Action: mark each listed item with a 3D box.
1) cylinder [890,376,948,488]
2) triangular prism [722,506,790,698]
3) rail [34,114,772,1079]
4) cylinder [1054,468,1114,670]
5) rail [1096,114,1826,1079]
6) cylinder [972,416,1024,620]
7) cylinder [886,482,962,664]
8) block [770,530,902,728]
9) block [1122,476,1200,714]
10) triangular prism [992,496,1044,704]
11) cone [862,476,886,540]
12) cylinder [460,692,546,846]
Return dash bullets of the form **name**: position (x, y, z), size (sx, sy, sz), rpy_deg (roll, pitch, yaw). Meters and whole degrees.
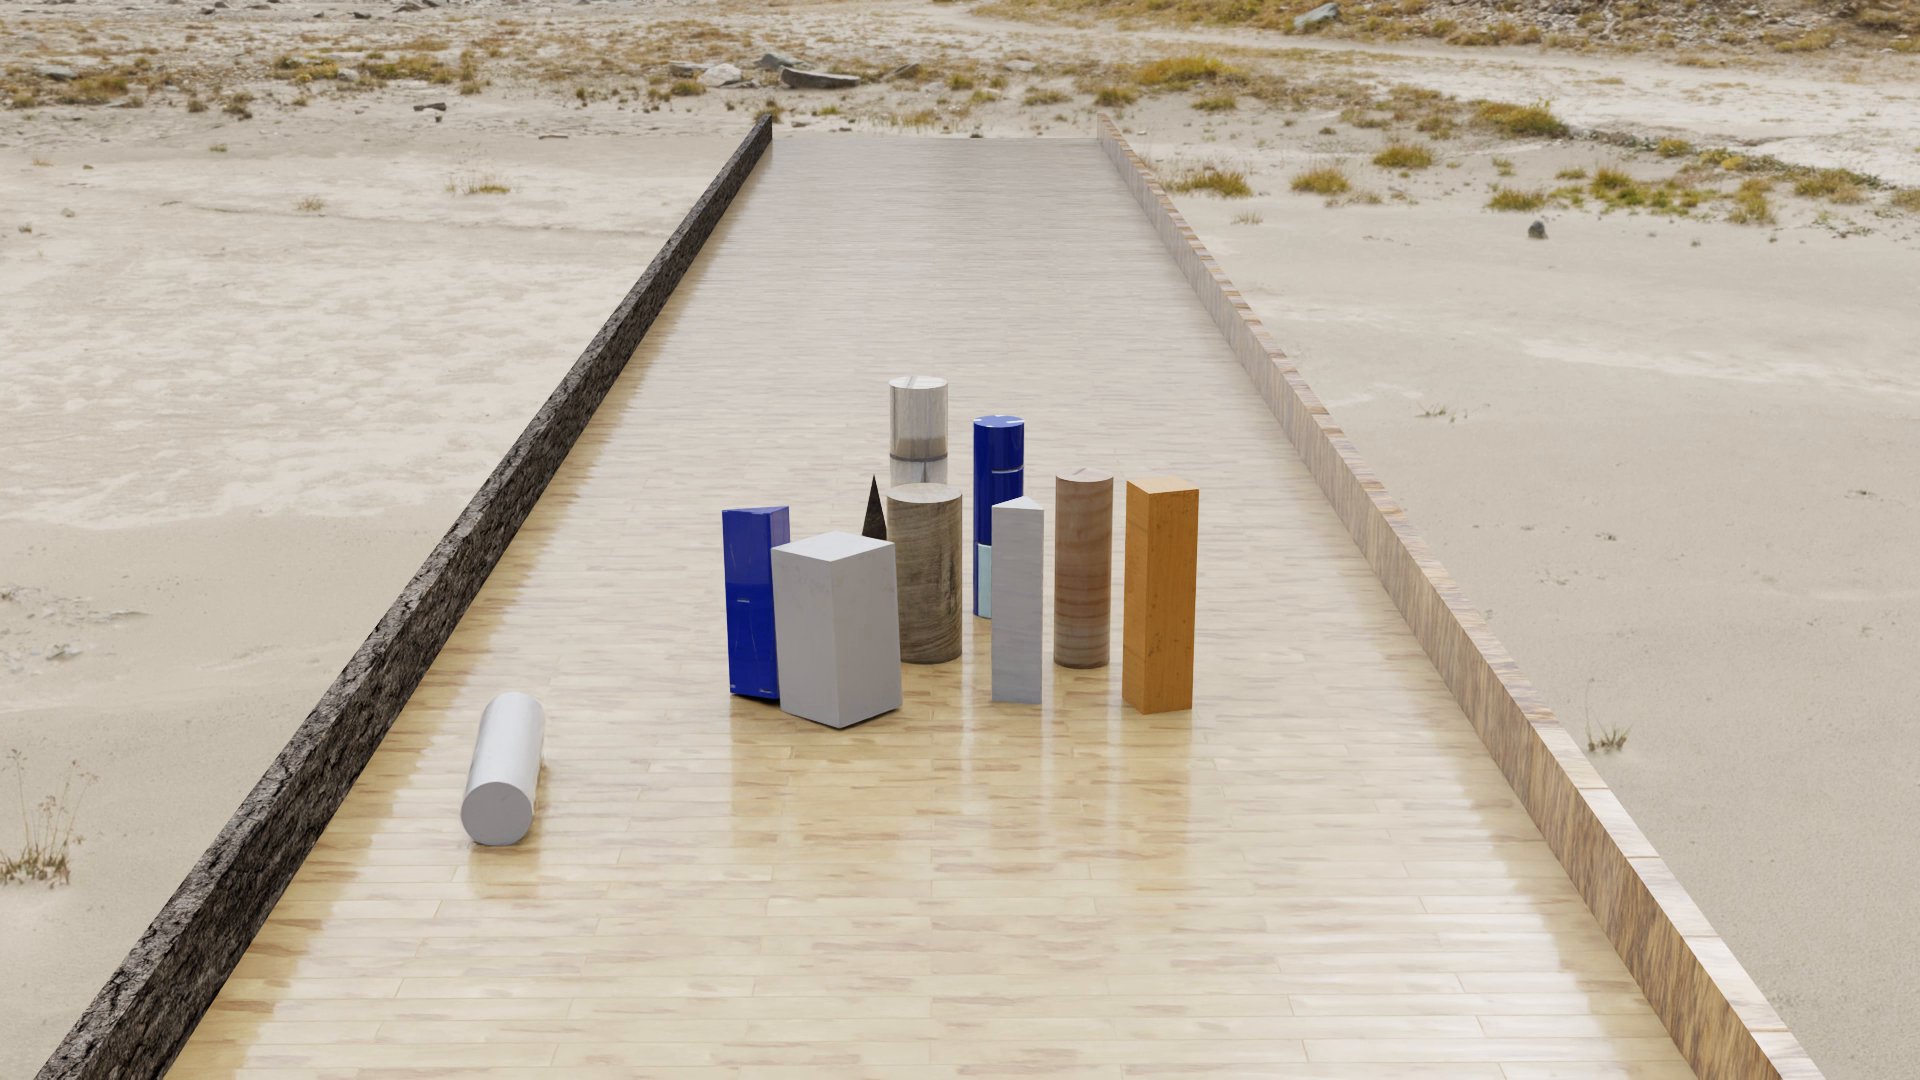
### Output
- **cylinder**: position (-0.091, -0.125, 4.849), size (0.128, 0.455, 0.128), rpy_deg (0, 17, 0)
- **triangular prism**: position (-0.363, 0.115, 4.208), size (0.129, 0.352, 0.111), rpy_deg (4, 9, 42)
- **rail**: position (-1.118, -0.838, 7.780), size (0.050, 0.150, 12.000), rpy_deg (0, 17, -1)
- **cylinder**: position (0.244, 0.056, 4.363), size (0.114, 0.385, 0.114), rpy_deg (0, 17, 0)
- **rail**: position (0.932, -0.844, 7.801), size (0.050, 0.150, 12.000), rpy_deg (0, 17, -1)
- **cylinder**: position (0.081, -0.047, 4.651), size (0.107, 0.419, 0.107), rpy_deg (0, 17, 0)
- **cylinder**: position (-0.071, 0.067, 4.415), size (0.151, 0.335, 0.151), rpy_deg (0, 17, 0)
- **block**: position (-0.229, 0.164, 4.105), size (0.162, 0.317, 0.162), rpy_deg (11, 20, 43)
- **block**: position (0.374, 0.104, 4.123), size (0.101, 0.431, 0.101), rpy_deg (-6, 18, -19)
- **triangular prism**: position (0.116, 0.113, 4.173), size (0.097, 0.384, 0.084), rpy_deg (4, 17, 12)
- **cone**: position (-0.181, 0.006, 4.660), size (0.127, 0.311, 0.127), rpy_deg (0, 17, 0)
- **cylinder**: position (-0.772, 0.383, 3.738), size (0.114, 0.114, 0.413), rpy_deg (-2, 17, -7)
